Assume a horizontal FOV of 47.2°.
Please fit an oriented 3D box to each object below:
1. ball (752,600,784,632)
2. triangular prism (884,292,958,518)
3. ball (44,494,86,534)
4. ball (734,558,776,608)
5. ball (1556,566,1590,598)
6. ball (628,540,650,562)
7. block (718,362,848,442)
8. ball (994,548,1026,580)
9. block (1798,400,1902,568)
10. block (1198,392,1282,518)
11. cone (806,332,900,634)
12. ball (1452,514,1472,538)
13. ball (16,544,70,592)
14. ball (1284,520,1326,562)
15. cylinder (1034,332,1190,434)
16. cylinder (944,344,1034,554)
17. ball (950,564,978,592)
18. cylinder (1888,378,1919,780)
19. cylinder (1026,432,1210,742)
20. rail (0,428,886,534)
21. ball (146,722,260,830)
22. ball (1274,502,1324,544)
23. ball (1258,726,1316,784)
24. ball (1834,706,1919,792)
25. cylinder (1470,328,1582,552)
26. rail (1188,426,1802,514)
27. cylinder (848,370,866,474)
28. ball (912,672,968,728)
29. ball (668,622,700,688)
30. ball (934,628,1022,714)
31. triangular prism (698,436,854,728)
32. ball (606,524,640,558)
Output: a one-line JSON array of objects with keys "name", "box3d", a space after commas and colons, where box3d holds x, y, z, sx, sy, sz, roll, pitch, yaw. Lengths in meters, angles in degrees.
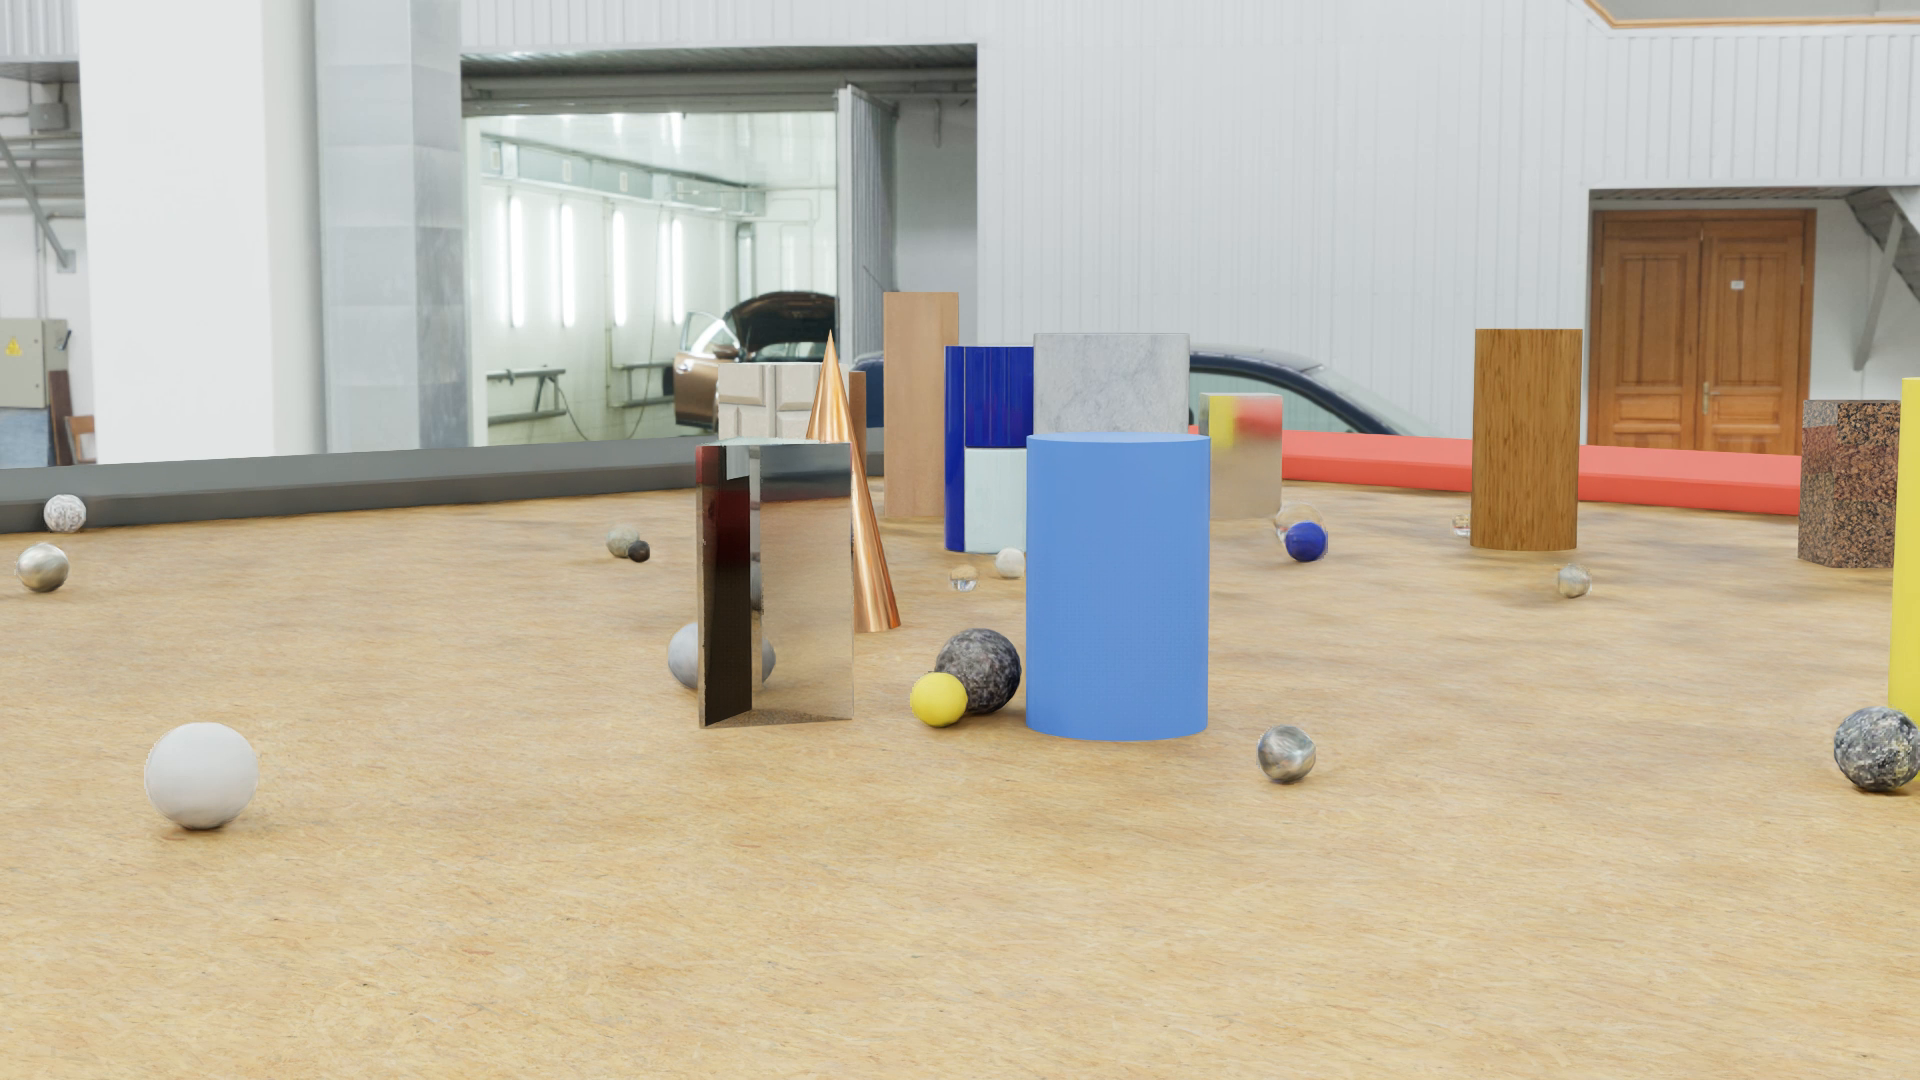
[{"name": "ball", "box3d": [-0.266, 0.106, 3.042, 0.046, 0.046, 0.046, 0, 6, 0]}, {"name": "triangular prism", "box3d": [-0.108, -0.299, 4.814, 0.170, 0.483, 0.147, -2, 6, -21]}, {"name": "ball", "box3d": [-1.788, -0.053, 4.393, 0.079, 0.079, 0.079, 0, 6, 0]}, {"name": "ball", "box3d": [-0.299, 0.064, 3.284, 0.078, 0.078, 0.078, 0, 6, 0]}, {"name": "ball", "box3d": [0.952, 0.064, 3.411, 0.051, 0.051, 0.051, 0, 6, 0]}, {"name": "ball", "box3d": [-0.566, 0.020, 3.883, 0.041, 0.041, 0.041, 0, 6, 0]}, {"name": "block", "box3d": [-0.292, -0.114, 3.650, 0.157, 0.356, 0.157, -4, 7, -35]}, {"name": "ball", "box3d": [0.084, 0.038, 3.647, 0.054, 0.054, 0.054, 0, 6, 0]}, {"name": "block", "box3d": [1.587, -0.101, 3.869, 0.157, 0.285, 0.157, 0, 6, 0]}, {"name": "block", "box3d": [0.606, -0.185, 4.772, 0.157, 0.263, 0.157, 0, 6, -2]}, {"name": "cone", "box3d": [-0.182, -0.088, 3.107, 0.196, 0.418, 0.196, 0, 6, 0]}, {"name": "ball", "box3d": [0.987, -0.028, 4.315, 0.047, 0.047, 0.047, 0, 6, 0]}, {"name": "ball", "box3d": [-1.450, 0.044, 3.478, 0.078, 0.078, 0.078, 0, 6, 0]}, {"name": "ball", "box3d": [0.612, 0.002, 3.893, 0.074, 0.074, 0.074, 0, 6, 0]}, {"name": "cylinder", "box3d": [0.190, -0.053, 2.784, 0.196, 0.415, 0.196, 0, 6, 0]}, {"name": "cylinder", "box3d": [0.068, -0.172, 4.097, 0.196, 0.379, 0.196, 0, 6, 0]}, {"name": "ball", "box3d": [0.007, 0.060, 3.477, 0.046, 0.046, 0.046, 0, 6, 0]}, {"name": "cylinder", "box3d": [1.000, 0.036, 2.104, 0.196, 0.378, 0.196, 0, 6, 0]}, {"name": "cylinder", "box3d": [0.169, 0.044, 2.360, 0.196, 0.310, 0.196, 0, 6, 0]}, {"name": "rail", "box3d": [-1.391, -0.124, 4.832, 4.655, 0.127, 0.045, -5, 8, -42]}, {"name": "ball", "box3d": [-0.652, 0.202, 1.894, 0.092, 0.092, 0.092, 0, 6, 0]}, {"name": "ball", "box3d": [0.630, -0.026, 4.089, 0.090, 0.090, 0.090, 0, 6, 0]}, {"name": "ball", "box3d": [0.308, 0.202, 2.076, 0.055, 0.055, 0.055, 0, 6, 0]}, {"name": "ball", "box3d": [0.853, 0.194, 2.042, 0.079, 0.079, 0.079, 0, 6, 0]}, {"name": "cylinder", "box3d": [1.068, -0.193, 4.149, 0.196, 0.409, 0.196, 0, 6, 0]}, {"name": "rail", "box3d": [1.693, -0.129, 4.886, 0.045, 0.127, 4.151, -5, 8, -42]}, {"name": "cylinder", "box3d": [-0.308, -0.225, 4.944, 0.196, 0.307, 0.196, 0, 6, 0]}, {"name": "ball", "box3d": [-0.022, 0.171, 2.355, 0.059, 0.059, 0.059, 0, 6, 0]}, {"name": "ball", "box3d": [-0.306, 0.136, 2.592, 0.079, 0.079, 0.079, 0, 6, 0]}, {"name": "ball", "box3d": [0.020, 0.145, 2.429, 0.096, 0.096, 0.096, 0, 6, 0]}, {"name": "triangular prism", "box3d": [-0.220, 0.041, 2.426, 0.170, 0.302, 0.147, -2, 6, -19]}, {"name": "ball", "box3d": [-0.606, 0.001, 3.960, 0.062, 0.062, 0.062, 0, 6, 0]}]
